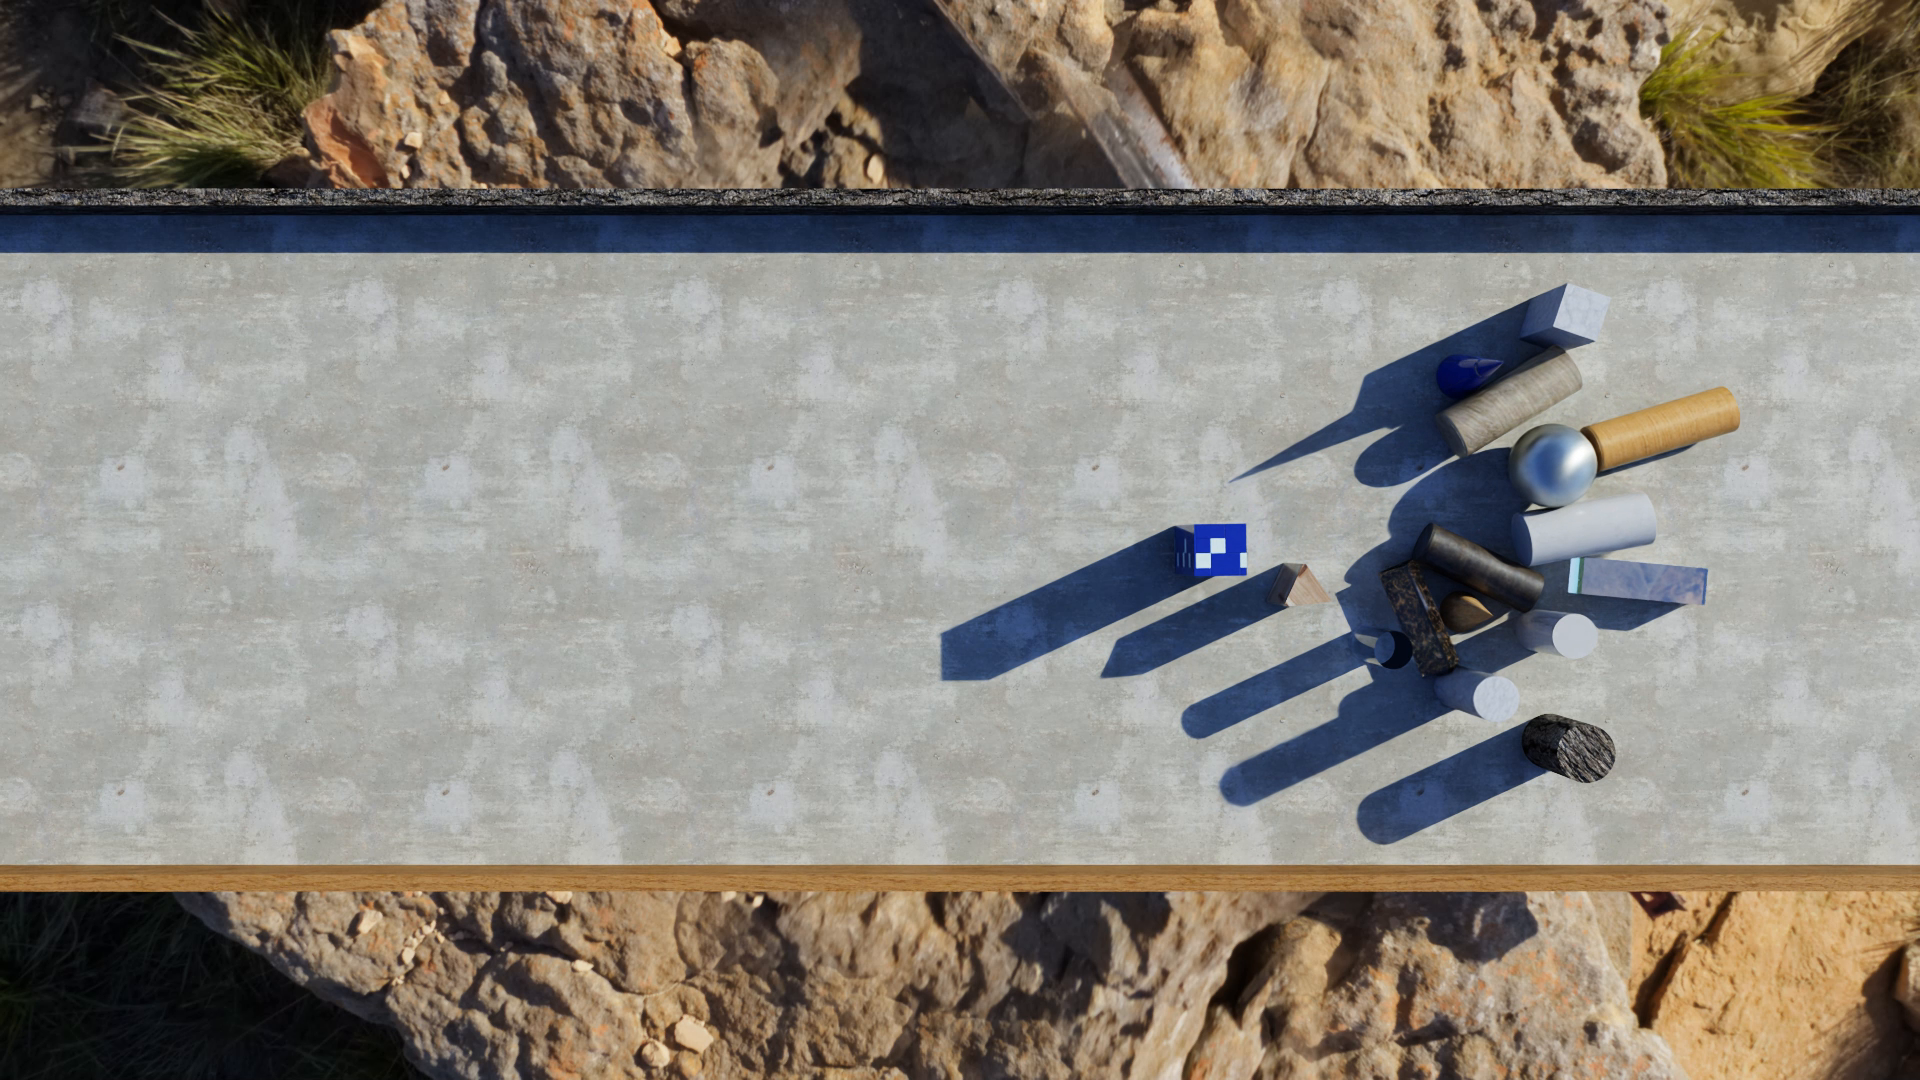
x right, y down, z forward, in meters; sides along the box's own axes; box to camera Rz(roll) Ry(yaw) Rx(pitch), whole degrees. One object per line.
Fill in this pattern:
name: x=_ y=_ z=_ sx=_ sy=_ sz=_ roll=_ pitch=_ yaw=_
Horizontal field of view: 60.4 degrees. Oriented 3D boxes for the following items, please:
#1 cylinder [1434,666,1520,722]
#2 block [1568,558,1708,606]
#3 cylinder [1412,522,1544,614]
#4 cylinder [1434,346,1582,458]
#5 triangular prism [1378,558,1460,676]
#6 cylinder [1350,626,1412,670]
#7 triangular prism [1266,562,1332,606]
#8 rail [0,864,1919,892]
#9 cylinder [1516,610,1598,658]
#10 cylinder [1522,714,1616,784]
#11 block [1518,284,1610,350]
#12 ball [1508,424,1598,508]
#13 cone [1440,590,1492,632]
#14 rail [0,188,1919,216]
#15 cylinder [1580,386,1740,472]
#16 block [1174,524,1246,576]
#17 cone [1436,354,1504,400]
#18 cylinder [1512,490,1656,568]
cylinder: x=1.524 y=0.451 z=4.882 sx=0.131 sy=0.389 sz=0.131 roll=0 pitch=90 yaw=0
block: x=2.062 y=0.124 z=5.021 sx=0.373 sy=0.110 sz=0.110 roll=5 pitch=90 yaw=0
cylinder: x=1.573 y=0.085 z=5.011 sx=0.371 sy=0.130 sz=0.130 roll=25 pitch=90 yaw=0
cylinder: x=1.661 y=-0.418 z=4.997 sx=0.409 sy=0.158 sz=0.158 roll=-31 pitch=90 yaw=0
triangular prism: x=1.410 y=0.238 z=5.020 sx=0.123 sy=0.107 sz=0.347 roll=-24 pitch=90 yaw=0
cylinder: x=1.254 y=0.318 z=4.923 sx=0.112 sy=0.306 sz=0.112 roll=0 pitch=90 yaw=0
triangular prism: x=1.003 y=0.126 z=4.926 sx=0.132 sy=0.301 sz=0.115 roll=-6 pitch=90 yaw=0
rail: x=-2.247 y=1.025 z=5.001 sx=12.000 sy=0.150 sz=0.050 roll=0 pitch=90 yaw=0
cylinder: x=1.773 y=0.278 z=4.916 sx=0.130 sy=0.321 sz=0.130 roll=0 pitch=90 yaw=0
cylinder: x=1.814 y=0.619 z=4.926 sx=0.170 sy=0.300 sz=0.170 roll=0 pitch=90 yaw=0
block: x=1.801 y=-0.660 z=4.925 sx=0.133 sy=0.302 sz=0.133 roll=19 pitch=90 yaw=0
ball: x=1.778 y=-0.223 z=4.950 sx=0.253 sy=0.253 sz=0.253 roll=0 pitch=90 yaw=0
cone: x=1.539 y=0.220 z=4.917 sx=0.127 sy=0.319 sz=0.127 roll=0 pitch=90 yaw=0
rail: x=-2.247 y=-1.025 z=5.002 sx=12.000 sy=0.150 sz=0.050 roll=0 pitch=90 yaw=0
cylinder: x=2.120 y=-0.336 z=5.005 sx=0.433 sy=0.144 sz=0.144 roll=-17 pitch=90 yaw=0
block: x=0.735 y=0.028 z=4.864 sx=0.147 sy=0.425 sz=0.147 roll=-1 pitch=90 yaw=0
cone: x=1.534 y=-0.503 z=4.861 sx=0.139 sy=0.430 sz=0.139 roll=0 pitch=90 yaw=0
cylinder: x=1.886 y=-0.034 z=4.993 sx=0.377 sy=0.167 sz=0.167 roll=-10 pitch=90 yaw=0
